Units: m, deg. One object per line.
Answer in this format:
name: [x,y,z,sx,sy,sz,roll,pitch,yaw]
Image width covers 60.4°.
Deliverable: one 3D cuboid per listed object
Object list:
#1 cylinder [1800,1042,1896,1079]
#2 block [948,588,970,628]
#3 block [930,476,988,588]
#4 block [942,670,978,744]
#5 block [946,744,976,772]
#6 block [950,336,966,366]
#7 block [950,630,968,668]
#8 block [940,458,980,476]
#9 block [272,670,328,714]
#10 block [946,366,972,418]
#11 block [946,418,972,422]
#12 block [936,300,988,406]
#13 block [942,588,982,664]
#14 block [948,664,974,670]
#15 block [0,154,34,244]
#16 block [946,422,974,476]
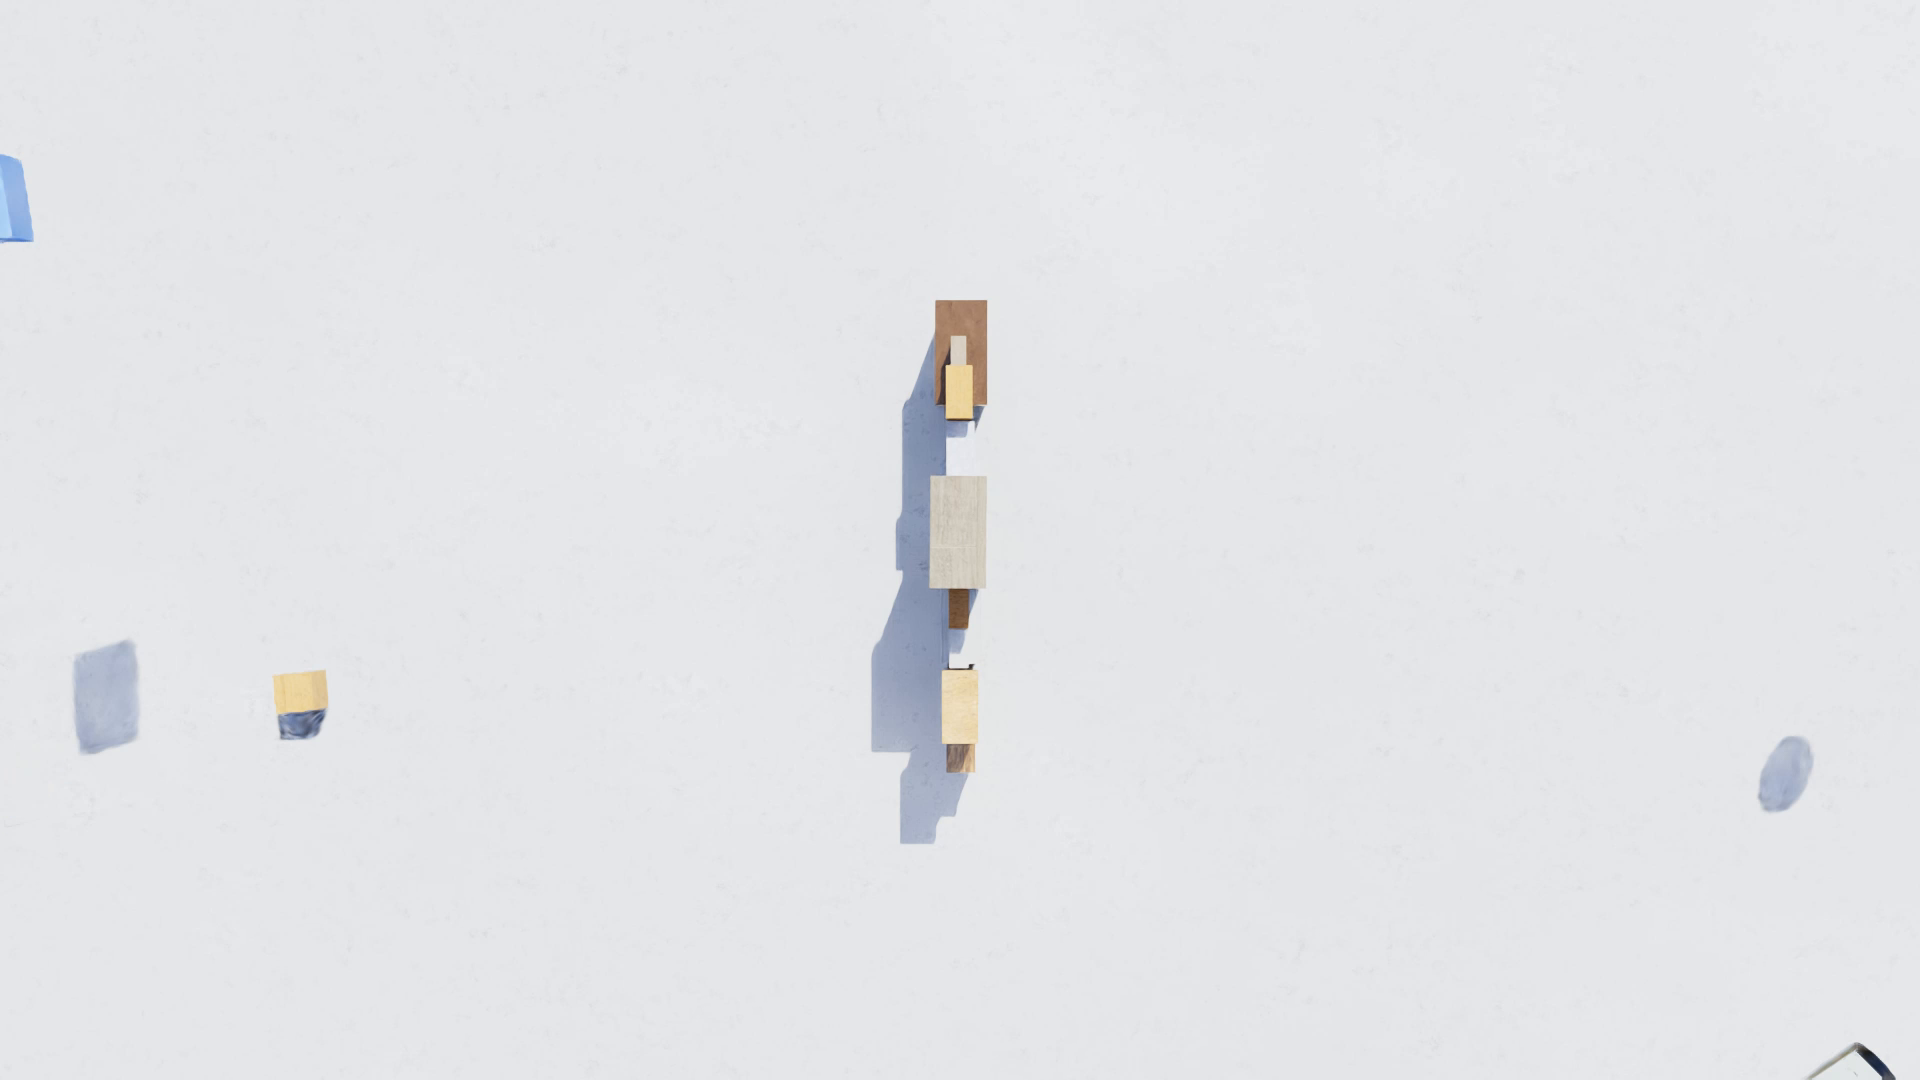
cylinder: [2.269,1.404,4.198,0.177,0.177,0.177,-34,90,0]
block: [-0.003,0.210,5.076,0.063,0.018,0.125,0,90,0]
block: [-0.005,-0.023,4.852,0.165,0.047,0.329,1,90,0]
block: [0.001,0.510,5.051,0.111,0.031,0.222,0,90,0]
block: [0.003,0.654,5.302,0.092,0.026,0.185,0,90,0]
block: [-0.004,-0.575,5.029,0.046,0.013,0.093,0,90,0]
block: [-0.004,0.336,5.085,0.059,0.017,0.117,0,90,0]
block: [0.001,-0.129,5.223,0.129,0.037,0.258,0,90,0]
block: [-2.173,0.498,5.437,0.125,0.125,0.125,-5,90,0]
block: [-0.002,-0.445,4.958,0.079,0.022,0.158,0,90,0]
block: [-0.002,-0.392,5.148,0.079,0.357,0.022,0,90,0]
block: [0.004,-0.583,5.151,0.163,0.046,0.326,0,90,0]
block: [0.004,0.264,5.228,0.127,0.036,0.254,0,90,0]
block: [0.002,0.476,5.327,0.081,0.023,0.161,0,90,0]
block: [-2.351,-0.808,3.925,0.194,0.194,0.194,-7,99,-14]
block: [0.002,-0.276,5.025,0.084,0.024,0.168,0,90,0]
